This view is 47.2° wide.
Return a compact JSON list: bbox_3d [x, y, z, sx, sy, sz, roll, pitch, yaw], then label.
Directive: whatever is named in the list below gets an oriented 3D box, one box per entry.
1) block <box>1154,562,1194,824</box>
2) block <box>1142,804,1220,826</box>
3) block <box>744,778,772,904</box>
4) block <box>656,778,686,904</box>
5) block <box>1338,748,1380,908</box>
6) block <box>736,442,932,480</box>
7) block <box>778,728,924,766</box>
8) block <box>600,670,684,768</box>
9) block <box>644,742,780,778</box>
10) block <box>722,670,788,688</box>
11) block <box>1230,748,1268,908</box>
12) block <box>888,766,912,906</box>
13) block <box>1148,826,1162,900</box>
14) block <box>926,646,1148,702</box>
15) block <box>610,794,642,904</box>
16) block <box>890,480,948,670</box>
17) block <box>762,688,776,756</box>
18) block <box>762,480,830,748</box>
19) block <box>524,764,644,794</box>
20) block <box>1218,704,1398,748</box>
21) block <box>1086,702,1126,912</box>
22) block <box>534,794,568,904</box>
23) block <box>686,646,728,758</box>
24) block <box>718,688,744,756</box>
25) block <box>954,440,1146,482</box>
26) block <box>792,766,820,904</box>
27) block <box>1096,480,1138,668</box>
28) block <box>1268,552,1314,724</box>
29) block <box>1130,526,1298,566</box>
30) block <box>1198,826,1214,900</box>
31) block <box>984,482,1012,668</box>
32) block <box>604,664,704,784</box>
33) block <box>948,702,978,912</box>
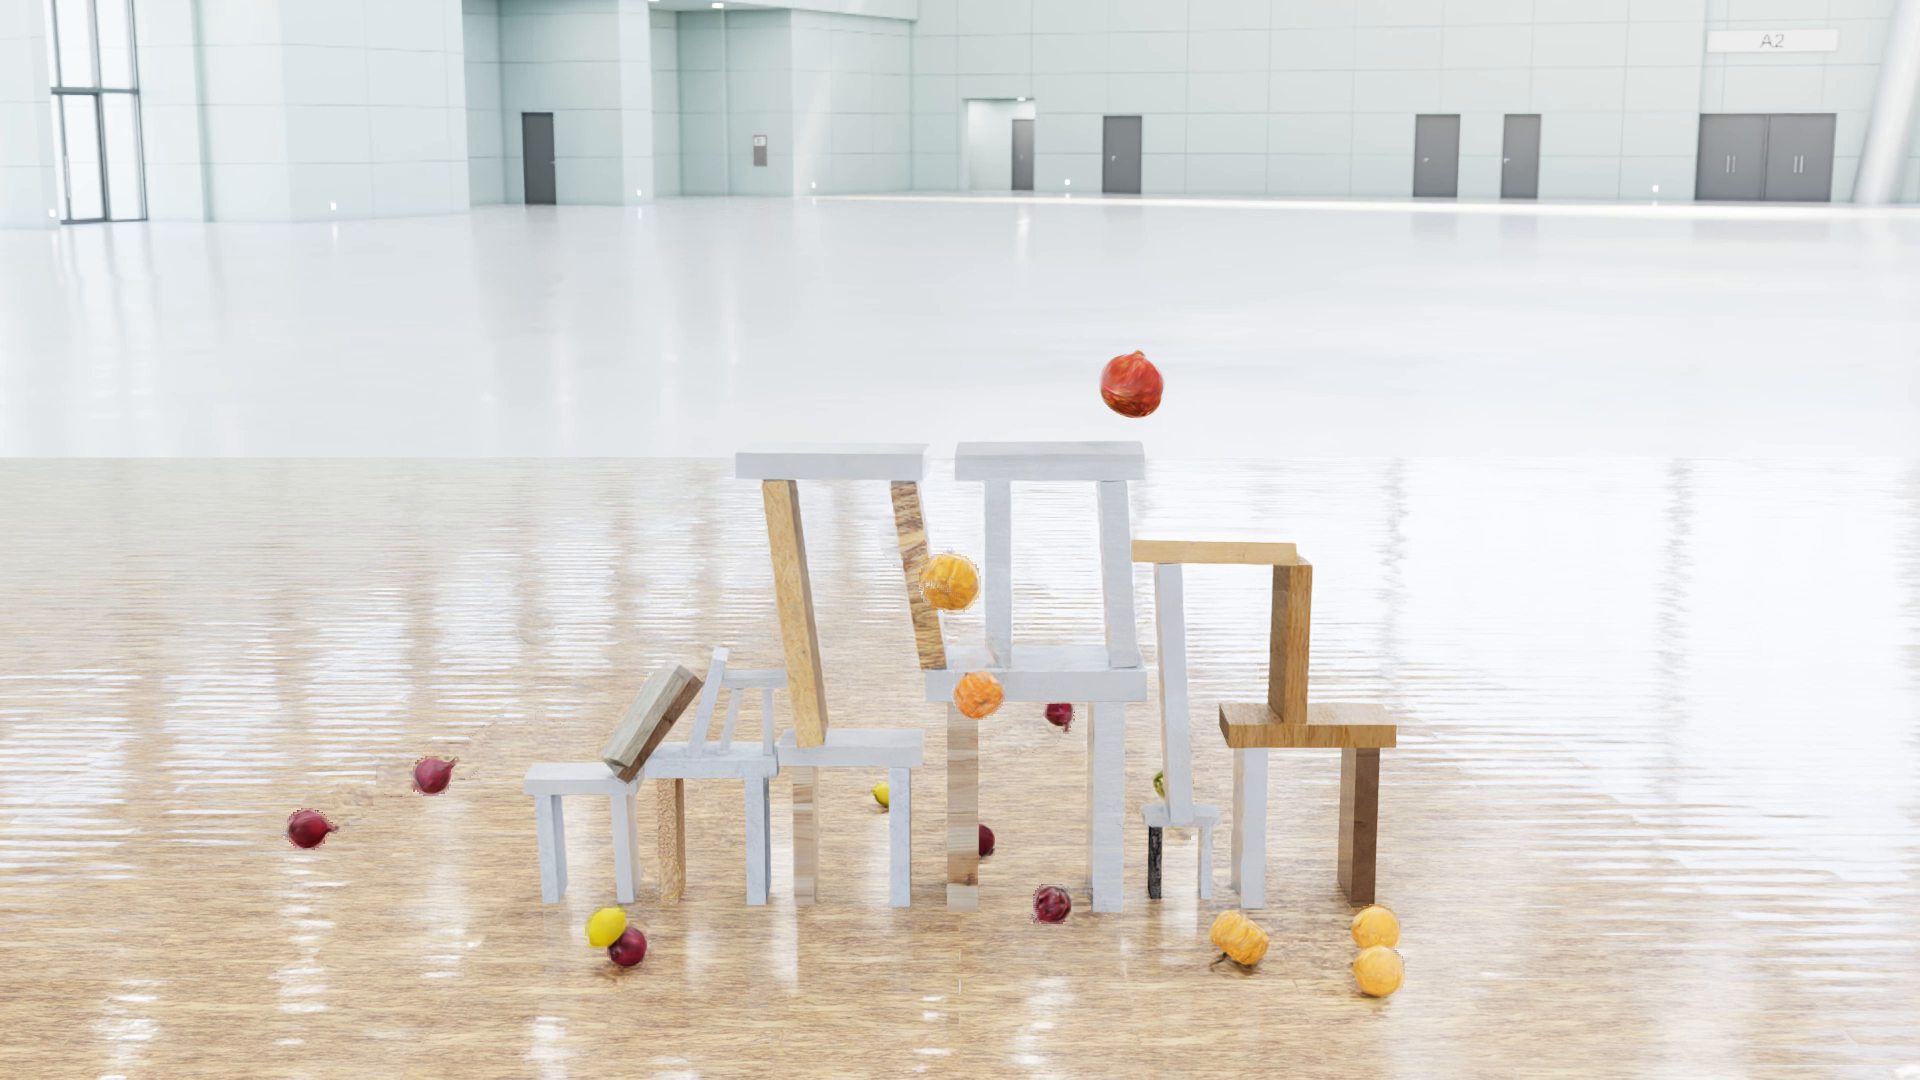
[{"bbox_3d":[0.349,0.238,3.604,0.037,0.428,0.131,-3,10,1],"label":"block"},{"bbox_3d":[0.366,0.457,3.649,0.125,0.018,0.063,0,10,0],"label":"block"},{"bbox_3d":[-0.335,0.484,3.649,0.031,0.216,0.108,0,11,0],"label":"block"},{"bbox_3d":[-0.479,0.484,3.649,0.031,0.216,0.108,0,11,0],"label":"block"},{"bbox_3d":[0.660,0.457,3.645,0.038,0.271,0.135,0,11,0],"label":"block"},{"bbox_3d":[-0.202,-0.128,3.554,0.299,0.042,0.149,1,9,4],"label":"block"},{"bbox_3d":[-0.178,0.342,3.624,0.234,0.033,0.117,0,9,1],"label":"block"},{"bbox_3d":[-0.519,0.291,3.586,0.024,0.168,0.084,40,-20,-24],"label":"block"},{"bbox_3d":[-0.406,0.363,3.626,0.216,0.031,0.108,0,11,-1],"label":"block"},{"bbox_3d":[-0.333,0.228,3.608,0.113,0.016,0.056,0,10,-3],"label":"block"},{"bbox_3d":[0.479,0.457,3.645,0.038,0.271,0.135,0,11,0],"label":"block"},{"bbox_3d":[-0.099,0.476,3.644,0.033,0.234,0.117,0,11,0],"label":"block"},{"bbox_3d":[0.325,0.528,3.662,0.018,0.125,0.063,0,10,0],"label":"block"},{"bbox_3d":[0.122,0.218,3.599,0.354,0.050,0.177,0,11,0],"label":"block"},{"bbox_3d":[-0.554,0.499,3.651,0.026,0.185,0.093,-2,11,0],"label":"block"},{"bbox_3d":[-0.066,0.047,3.565,0.042,0.299,0.149,-9,10,2],"label":"block"},{"bbox_3d":[-0.314,0.292,3.615,0.016,0.112,0.056,0,11,0],"label":"block"},{"bbox_3d":[-0.268,0.109,3.589,0.042,0.435,0.149,-7,9,1],"label":"block"},{"bbox_3d":[-0.619,0.394,3.631,0.185,0.026,0.093,0,11,0],"label":"block"},{"bbox_3d":[0.569,0.305,3.617,0.271,0.038,0.135,0,11,0],"label":"block"},{"bbox_3d":[0.240,0.416,3.636,0.050,0.354,0.177,0,11,0],"label":"block"},{"bbox_3d":[-0.678,0.499,3.651,0.026,0.185,0.093,-2,11,0],"label":"block"},{"bbox_3d":[-0.414,0.265,3.606,0.024,0.168,0.084,15,9,-6],"label":"block"},{"bbox_3d":[-0.375,0.292,3.615,0.016,0.112,0.056,13,10,-3],"label":"block"},{"bbox_3d":[0.145,-0.128,3.550,0.302,0.043,0.151,0,11,3],"label":"block"},{"bbox_3d":[-0.256,0.474,3.647,0.033,0.234,0.117,0,9,1],"label":"block"},{"bbox_3d":[0.253,0.043,3.572,0.043,0.302,0.151,-4,10,1],"label":"block"},{"bbox_3d":[0.538,0.157,3.590,0.037,0.262,0.131,0,11,-4],"label":"block"},{"bbox_3d":[0.409,0.008,3.566,0.262,0.037,0.131,1,10,4],"label":"block"},{"bbox_3d":[0.408,0.528,3.662,0.018,0.125,0.063,0,10,0],"label":"block"},{"bbox_3d":[0.061,0.043,3.578,0.043,0.301,0.151,0,11,0],"label":"block"},{"bbox_3d":[-0.500,0.300,3.598,0.024,0.203,0.084,40,-6,-24],"label":"block"},{"bbox_3d":[0.004,0.416,3.636,0.050,0.354,0.177,0,11,0],"label":"block"}]
